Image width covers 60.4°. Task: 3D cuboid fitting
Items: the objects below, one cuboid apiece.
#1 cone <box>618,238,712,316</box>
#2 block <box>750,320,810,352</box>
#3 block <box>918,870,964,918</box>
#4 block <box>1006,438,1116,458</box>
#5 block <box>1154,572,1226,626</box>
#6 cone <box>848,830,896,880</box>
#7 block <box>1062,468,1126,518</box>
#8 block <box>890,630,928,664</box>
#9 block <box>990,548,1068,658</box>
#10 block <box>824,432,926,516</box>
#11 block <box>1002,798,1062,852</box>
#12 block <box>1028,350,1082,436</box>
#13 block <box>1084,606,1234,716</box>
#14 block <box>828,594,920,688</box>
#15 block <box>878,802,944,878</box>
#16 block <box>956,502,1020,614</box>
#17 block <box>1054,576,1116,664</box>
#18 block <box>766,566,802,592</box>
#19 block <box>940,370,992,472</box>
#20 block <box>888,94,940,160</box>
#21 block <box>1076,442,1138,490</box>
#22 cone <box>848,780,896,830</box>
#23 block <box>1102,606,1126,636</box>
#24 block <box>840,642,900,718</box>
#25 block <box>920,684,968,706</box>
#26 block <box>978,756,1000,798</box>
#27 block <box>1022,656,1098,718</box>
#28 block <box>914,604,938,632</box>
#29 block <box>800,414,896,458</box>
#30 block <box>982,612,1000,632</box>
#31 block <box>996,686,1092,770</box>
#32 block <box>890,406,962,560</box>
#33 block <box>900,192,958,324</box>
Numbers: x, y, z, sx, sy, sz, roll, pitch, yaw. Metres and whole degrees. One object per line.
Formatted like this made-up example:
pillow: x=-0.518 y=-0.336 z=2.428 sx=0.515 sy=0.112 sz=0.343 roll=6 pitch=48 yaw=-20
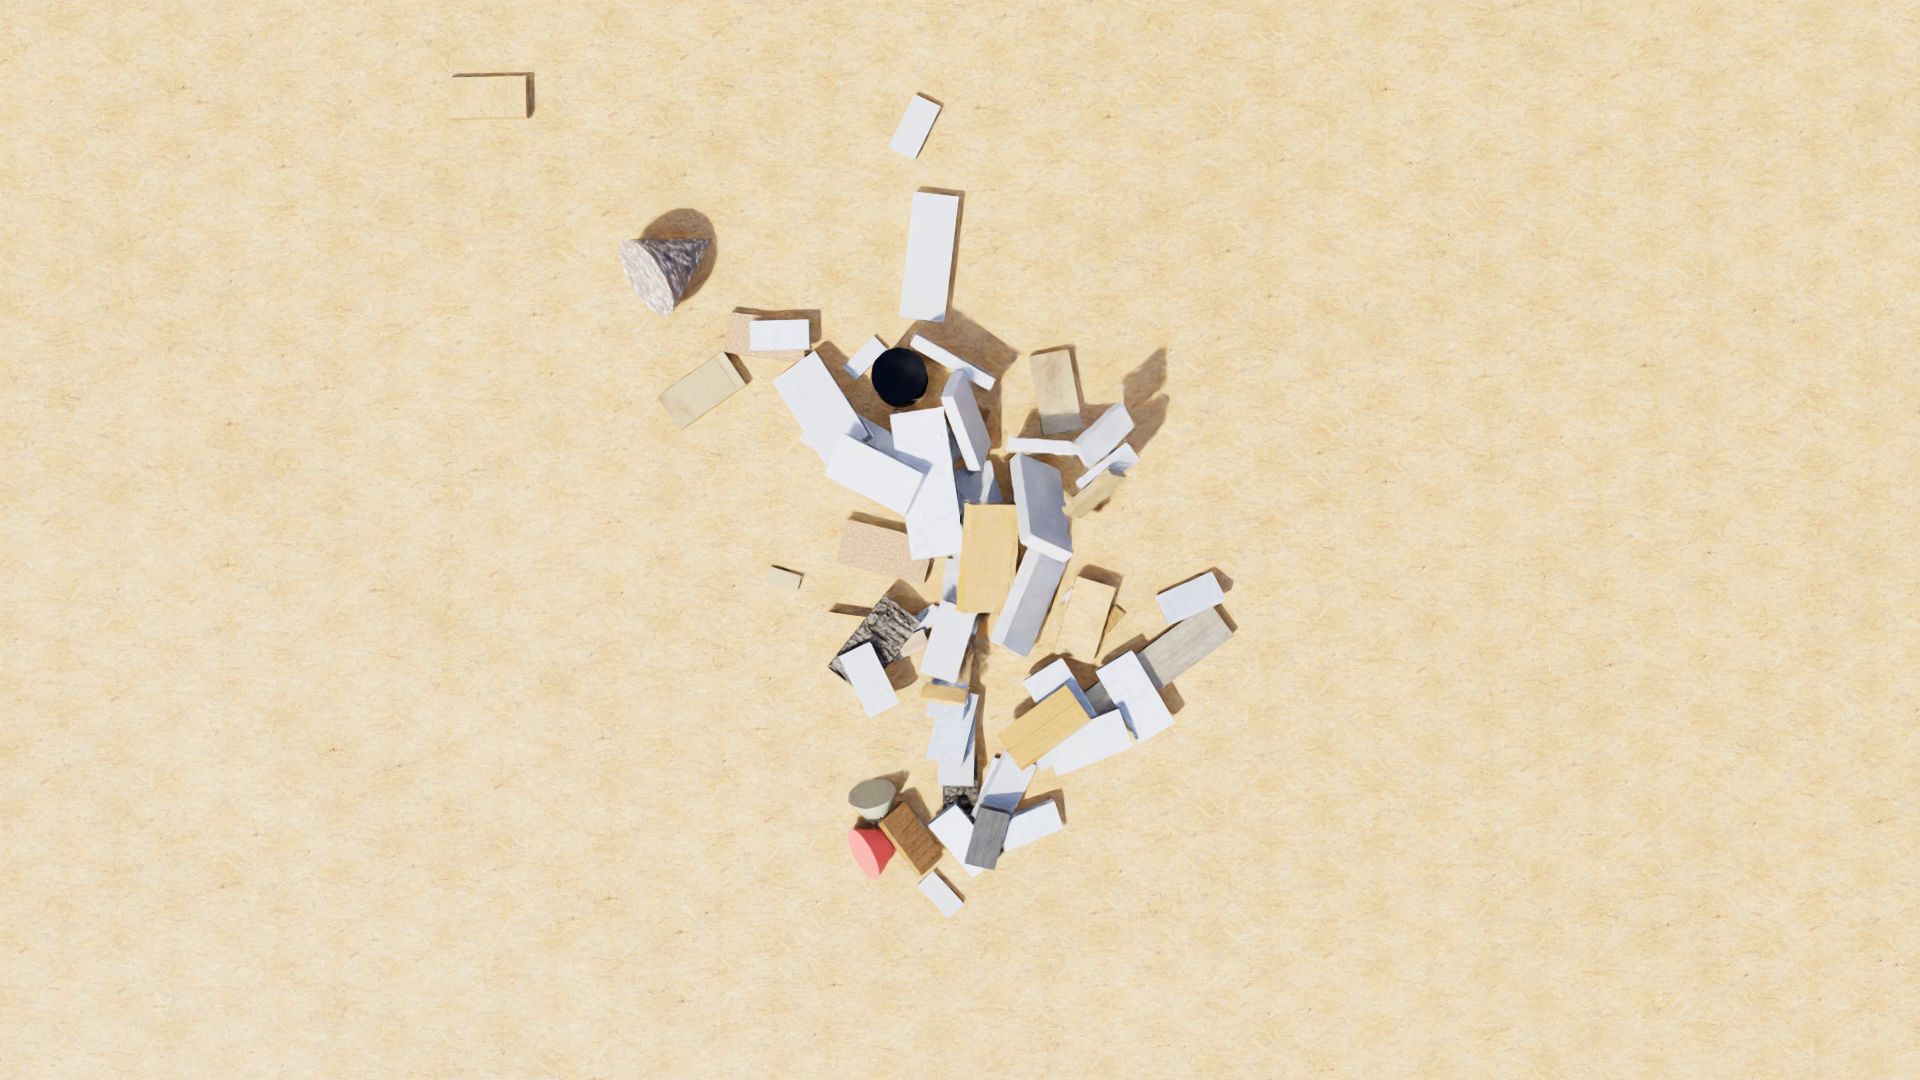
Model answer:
cone: x=-0.926 y=-0.929 z=5.438 sx=0.278 sy=0.278 sz=0.278 roll=-38 pitch=90 yaw=-27
block: x=-0.595 y=-0.676 z=5.449 sx=0.194 sy=0.027 sz=0.097 roll=-2 pitch=90 yaw=0
block: x=-0.064 y=1.180 z=5.490 sx=0.071 sy=0.020 sz=0.150 roll=-43 pitch=90 yaw=0
block: x=0.331 y=-0.302 z=5.387 sx=0.330 sy=0.148 sz=0.042 roll=5 pitch=94 yaw=14
block: x=0.763 y=0.194 z=5.463 sx=0.207 sy=0.029 sz=0.104 roll=-24 pitch=62 yaw=0
cone: x=-0.243 y=0.998 z=5.458 sx=0.185 sy=0.185 sz=0.185 roll=-26 pitch=90 yaw=-27
block: x=0.430 y=-0.149 z=5.278 sx=0.206 sy=0.103 sz=0.029 roll=-43 pitch=65 yaw=24
block: x=-0.189 y=0.358 z=5.481 sx=0.172 sy=0.016 sz=0.058 roll=-25 pitch=91 yaw=7
block: x=0.227 y=0.194 z=5.392 sx=0.051 sy=0.179 sz=0.357 roll=18 pitch=82 yaw=34
block: x=-0.273 y=-0.212 z=5.309 sx=0.300 sy=0.042 sz=0.150 roll=27 pitch=102 yaw=11
block: x=0.228 y=0.943 z=5.460 sx=0.207 sy=0.029 sz=0.104 roll=-21 pitch=105 yaw=-7
block: x=0.317 y=-0.489 z=5.481 sx=0.133 sy=0.038 sz=0.266 roll=-10 pitch=90 yaw=0
block: x=0.611 y=0.447 z=5.480 sx=0.633 sy=0.039 sz=0.139 roll=-36 pitch=90 yaw=0
block: x=-0.283 y=0.345 z=5.437 sx=0.152 sy=0.043 sz=0.303 roll=38 pitch=87 yaw=-4
block: x=-0.162 y=0.985 z=5.427 sx=0.112 sy=0.032 sz=0.223 roll=-39 pitch=95 yaw=-36
block: x=0.093 y=0.056 z=5.329 sx=0.179 sy=0.051 sz=0.357 roll=-1 pitch=104 yaw=-26
block: x=0.412 y=0.264 z=5.467 sx=0.133 sy=0.038 sz=0.266 roll=17 pitch=95 yaw=2
block: x=-0.586 y=0.130 z=5.492 sx=0.108 sy=0.015 sz=0.054 roll=17 pitch=90 yaw=0
block: x=0.021 y=-0.386 z=5.354 sx=0.042 sy=0.148 sz=0.296 roll=-5 pitch=128 yaw=23
block: x=-0.150 y=-1.372 z=5.486 sx=0.097 sy=0.027 sz=0.194 roll=26 pitch=90 yaw=0
block: x=0.472 y=-0.223 z=5.286 sx=0.206 sy=0.103 sz=0.029 roll=-38 pitch=64 yaw=5
cone: x=-0.279 y=0.906 z=5.464 sx=0.160 sy=0.160 sz=0.160 roll=-10 pitch=117 yaw=0
block: x=0.502 y=0.267 z=5.493 sx=0.046 sy=0.013 sz=0.093 roll=42 pitch=90 yaw=0
block: x=-0.297 y=0.456 z=5.399 sx=0.112 sy=0.032 sz=0.223 roll=-26 pitch=93 yaw=-4
block: x=-0.053 y=0.504 z=5.391 sx=0.146 sy=0.015 sz=0.054 roll=7 pitch=55 yaw=12
block: x=0.118 y=0.801 z=5.490 sx=0.071 sy=0.020 sz=0.142 roll=22 pitch=90 yaw=0
block: x=0.350 y=0.555 z=5.439 sx=0.152 sy=0.043 sz=0.303 roll=-32 pitch=90 yaw=0
block: x=-0.120 y=0.267 z=5.492 sx=0.115 sy=0.016 sz=0.058 roll=-34 pitch=90 yaw=0
block: x=-0.338 y=-0.316 z=5.430 sx=0.348 sy=0.049 sz=0.174 roll=31 pitch=90 yaw=16
block: x=0.121 y=0.279 z=5.493 sx=0.046 sy=0.013 sz=0.093 roll=-36 pitch=90 yaw=0
block: x=0.274 y=0.612 z=5.370 sx=0.278 sy=0.039 sz=0.139 roll=-36 pitch=65 yaw=0
block: x=-0.103 y=-0.183 z=5.332 sx=0.174 sy=0.049 sz=0.474 roll=-8 pitch=93 yaw=4
block: x=-0.103 y=-0.937 z=5.479 sx=0.150 sy=0.042 sz=0.417 roll=7 pitch=90 yaw=0
